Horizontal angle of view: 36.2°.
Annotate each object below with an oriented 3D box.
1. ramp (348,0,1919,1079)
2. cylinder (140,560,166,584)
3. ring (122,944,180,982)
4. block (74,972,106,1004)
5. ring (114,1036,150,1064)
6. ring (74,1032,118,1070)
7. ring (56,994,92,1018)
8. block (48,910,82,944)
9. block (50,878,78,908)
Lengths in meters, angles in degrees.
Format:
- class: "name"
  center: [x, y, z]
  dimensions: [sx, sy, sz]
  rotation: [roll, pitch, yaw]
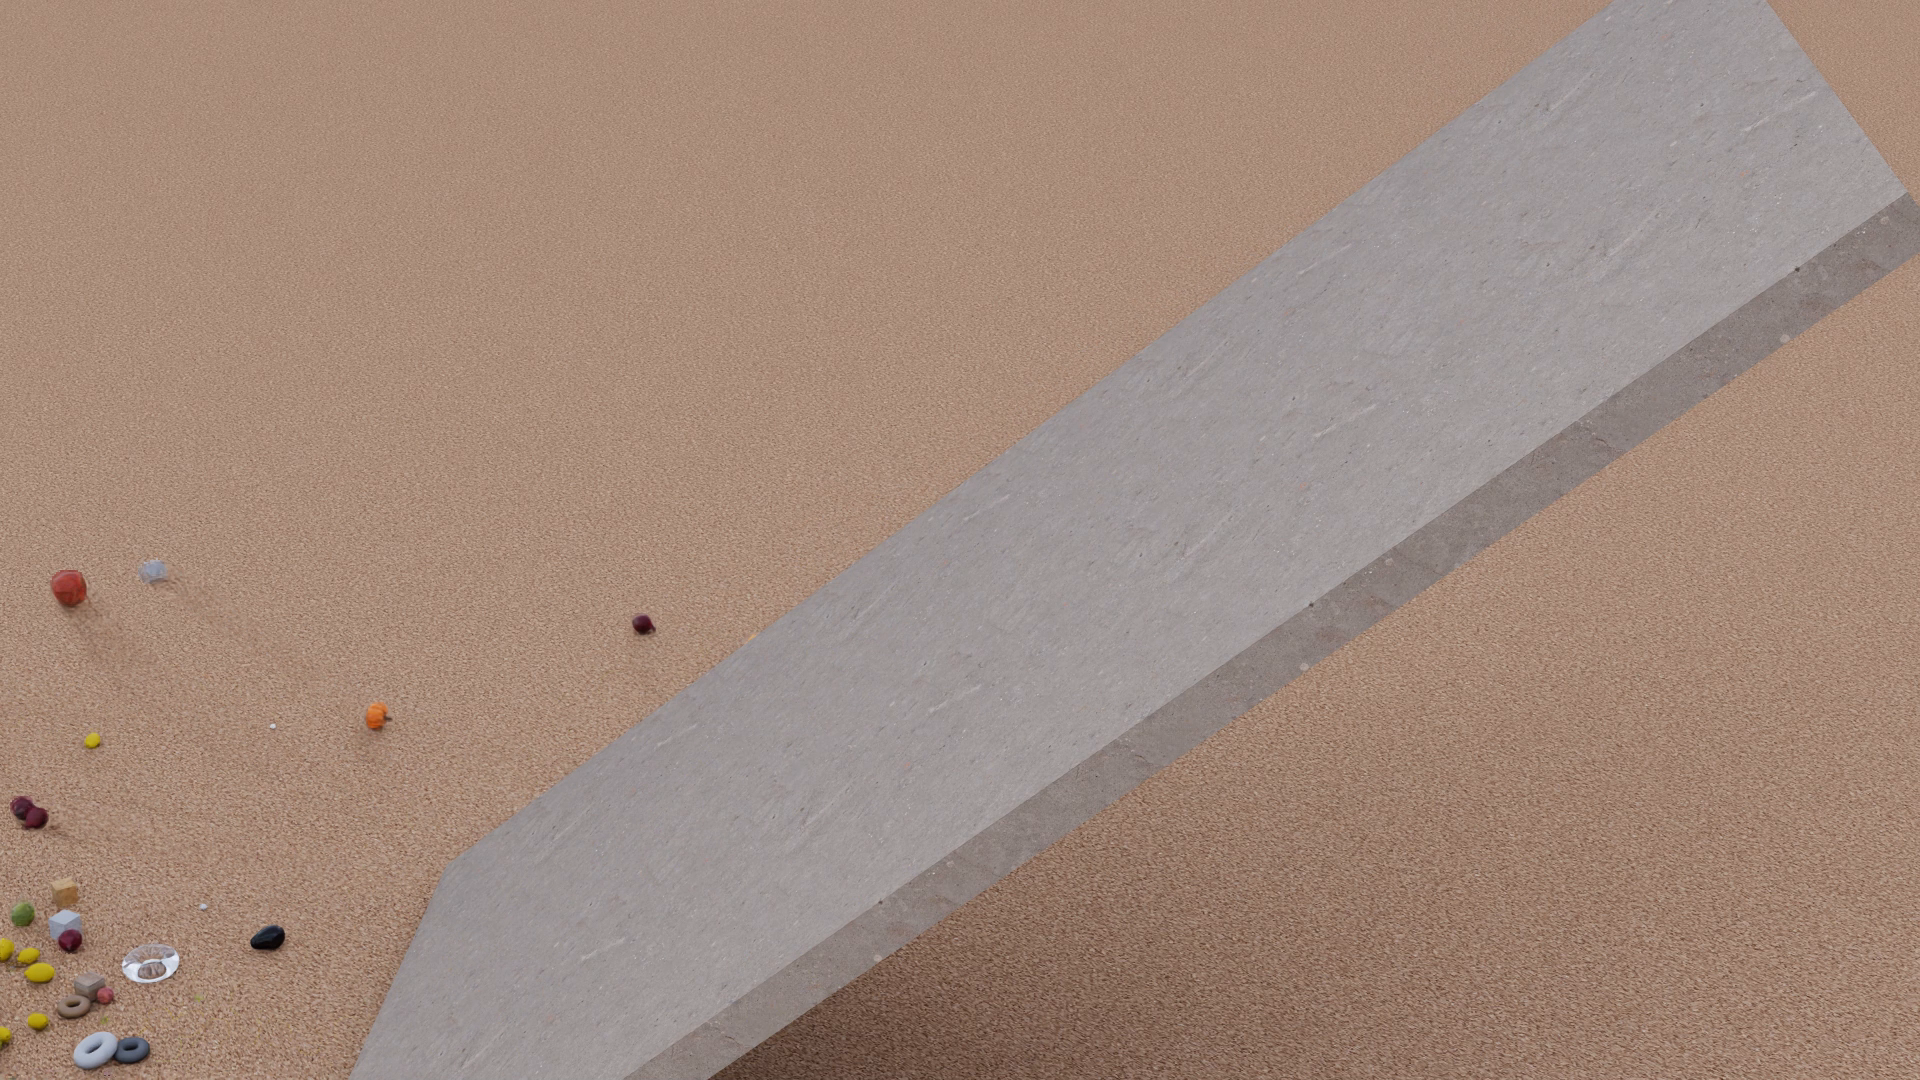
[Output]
- class: "ramp"
  center: [0.119, 0.186, 6.345]
  dimensions: [4.000, 0.100, 2.000]
  rotation: [-36, 16, 18]
- class: "cylinder"
  center: [-2.658, 0.106, 9.699]
  dimensions: [0.060, 0.060, 0.060]
  rotation: [-22, 32, -39]
- class: "ring"
  center: [-2.068, 1.082, 7.518]
  dimensions: [0.143, 0.048, 0.143]
  rotation: [0, 25, 0]
- class: "block"
  center: [-2.191, 1.128, 7.406]
  dimensions: [0.054, 0.054, 0.054]
  rotation: [15, 28, 31]
- class: "ring"
  center: [-2.023, 1.244, 7.174]
  dimensions: [0.091, 0.030, 0.091]
  rotation: [1, 24, 0]
- class: "ring"
  center: [-2.101, 1.240, 7.148]
  dimensions: [0.111, 0.037, 0.111]
  rotation: [-15, 32, 10]
- class: "ring"
  center: [-2.214, 1.166, 7.352]
  dimensions: [0.083, 0.028, 0.083]
  rotation: [0, 25, 0]
- class: "block"
  center: [-2.333, 1.008, 7.672]
  dimensions: [0.057, 0.057, 0.057]
  rotation: [14, 27, 28]
- class: "block"
  center: [-2.386, 0.939, 7.834]
  dimensions: [0.052, 0.052, 0.052]
  rotation: [-14, 28, -29]
